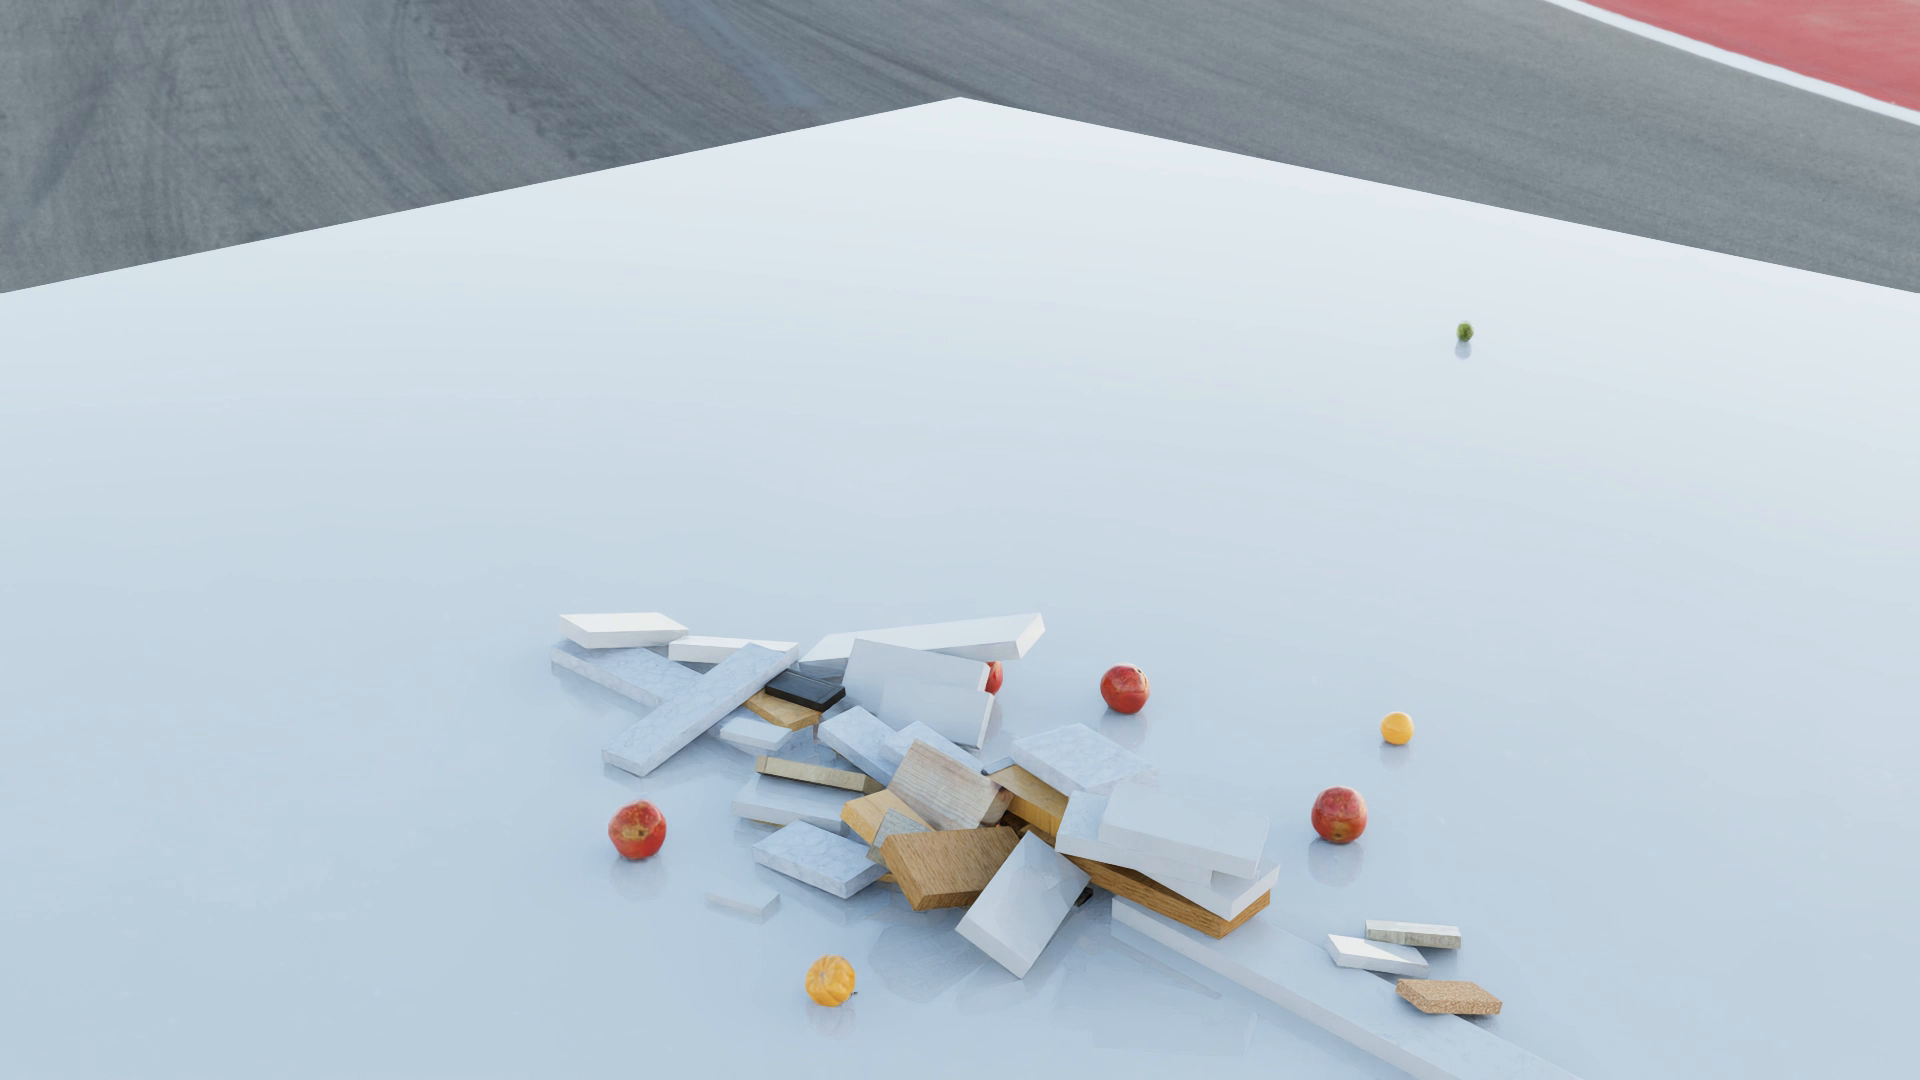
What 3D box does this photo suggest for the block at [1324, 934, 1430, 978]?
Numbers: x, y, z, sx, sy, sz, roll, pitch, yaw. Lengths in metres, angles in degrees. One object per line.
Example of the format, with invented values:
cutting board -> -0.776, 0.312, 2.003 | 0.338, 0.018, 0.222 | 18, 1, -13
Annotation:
block -> 0.743, 0.741, 3.920 | 0.167, 0.024, 0.083 | 10, 12, -9

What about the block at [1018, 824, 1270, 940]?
block -> 0.343, 0.616, 4.149 | 0.475, 0.045, 0.158 | 19, 29, 38

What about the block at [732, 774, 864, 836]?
block -> -0.325, 0.531, 4.421 | 0.237, 0.034, 0.118 | 8, 24, 19

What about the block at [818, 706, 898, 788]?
block -> -0.172, 0.439, 4.605 | 0.239, 0.034, 0.119 | 33, 37, 29

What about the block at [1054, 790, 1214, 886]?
block -> 0.329, 0.543, 4.021 | 0.286, 0.041, 0.143 | 11, 30, 10

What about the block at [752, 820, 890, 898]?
block -> -0.268, 0.614, 4.244 | 0.247, 0.035, 0.123 | 15, 29, 39

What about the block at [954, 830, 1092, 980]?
block -> 0.119, 0.665, 4.033 | 0.148, 0.042, 0.295 | 36, 35, 6

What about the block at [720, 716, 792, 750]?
block -> -0.433, 0.411, 4.668 | 0.136, 0.019, 0.068 | 11, 25, 23

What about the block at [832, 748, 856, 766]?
block -> -0.194, 0.455, 4.626 | 0.136, 0.019, 0.068 | 30, 35, 29

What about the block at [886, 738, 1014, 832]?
block -> -0.029, 0.509, 4.352 | 0.042, 0.148, 0.295 | 35, -8, -38

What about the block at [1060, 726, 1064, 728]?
block -> 0.222, 0.434, 4.719 | 0.054, 0.015, 0.109 | 11, 25, 23

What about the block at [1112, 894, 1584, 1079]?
block -> 0.655, 0.793, 3.839 | 0.143, 0.041, 0.919 | -21, 31, -40

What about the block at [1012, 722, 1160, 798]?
block -> 0.241, 0.437, 4.282 | 0.156, 0.044, 0.311 | -13, 17, -23

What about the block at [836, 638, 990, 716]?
block -> -0.103, 0.320, 4.819 | 0.311, 0.156, 0.044 | 9, -17, 21

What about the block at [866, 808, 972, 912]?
block -> -0.047, 0.607, 4.134 | 0.247, 0.035, 0.123 | 29, 30, -2

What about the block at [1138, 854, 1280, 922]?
block -> 0.413, 0.579, 4.060 | 0.316, 0.045, 0.158 | 26, 35, 32

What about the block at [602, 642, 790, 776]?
block -> -0.567, 0.361, 4.757 | 0.118, 0.034, 0.458 | 16, 38, 37

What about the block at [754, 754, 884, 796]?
block -> -0.287, 0.486, 4.488 | 0.237, 0.034, 0.118 | 8, -14, 19

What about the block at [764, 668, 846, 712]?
block -> -0.338, 0.327, 4.792 | 0.161, 0.023, 0.081 | 15, 33, 32

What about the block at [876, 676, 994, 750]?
block -> -0.056, 0.371, 4.740 | 0.238, 0.119, 0.034 | 9, -18, 21

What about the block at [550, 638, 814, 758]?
block -> -0.633, 0.337, 4.916 | 0.729, 0.039, 0.136 | 19, 30, 38

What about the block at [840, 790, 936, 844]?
block -> -0.103, 0.578, 4.233 | 0.247, 0.035, 0.123 | 38, 30, 30

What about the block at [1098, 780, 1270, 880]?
block -> 0.407, 0.524, 3.986 | 0.286, 0.041, 0.143 | 13, 30, 12

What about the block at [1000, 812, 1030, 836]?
block -> 0.131, 0.571, 4.311 | 0.050, 0.014, 0.099 | -18, 47, -39

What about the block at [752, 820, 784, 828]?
block -> -0.320, 0.561, 4.416 | 0.191, 0.018, 0.062 | 9, 25, 21

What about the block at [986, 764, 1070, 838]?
block -> 0.210, 0.514, 4.281 | 0.158, 0.045, 0.316 | -18, 28, -36

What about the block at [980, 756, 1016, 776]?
block -> 0.059, 0.497, 4.414 | 0.071, 0.142, 0.020 | -18, 54, -36

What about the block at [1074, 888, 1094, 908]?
block -> 0.197, 0.665, 4.176 | 0.099, 0.014, 0.050 | 15, 27, 32

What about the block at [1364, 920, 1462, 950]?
block -> 0.823, 0.718, 4.004 | 0.166, 0.024, 0.083 | 3, 3, 8

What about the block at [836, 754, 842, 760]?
block -> -0.200, 0.440, 4.700 | 0.136, 0.019, 0.068 | -3, 23, -6

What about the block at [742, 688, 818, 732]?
block -> -0.424, 0.351, 4.806 | 0.081, 0.023, 0.278 | -18, 29, -36

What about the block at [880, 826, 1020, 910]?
block -> 0.008, 0.610, 4.100 | 0.295, 0.042, 0.148 | 2, 40, -39

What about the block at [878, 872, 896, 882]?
block -> -0.094, 0.639, 4.233 | 0.124, 0.018, 0.062 | 5, 23, 11

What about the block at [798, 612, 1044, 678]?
block -> -0.089, 0.240, 4.951 | 0.548, 0.044, 0.156 | -7, 18, 26

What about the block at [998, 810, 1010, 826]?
block -> 0.092, 0.572, 4.386 | 0.071, 0.020, 0.142 | -14, 27, -29

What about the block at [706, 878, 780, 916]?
block -> -0.409, 0.674, 4.151 | 0.124, 0.018, 0.062 | 12, 26, 25

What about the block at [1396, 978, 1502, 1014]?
block -> 0.845, 0.789, 3.798 | 0.167, 0.024, 0.083 | 8, 11, -28

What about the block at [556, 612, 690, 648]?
block -> -0.784, 0.210, 5.122 | 0.273, 0.039, 0.136 | 0, 15, -41

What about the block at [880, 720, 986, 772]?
block -> -0.037, 0.466, 4.545 | 0.238, 0.034, 0.119 | 31, 36, 27

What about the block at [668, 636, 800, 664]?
block -> -0.519, 0.256, 5.058 | 0.273, 0.039, 0.136 | 3, 6, 8
